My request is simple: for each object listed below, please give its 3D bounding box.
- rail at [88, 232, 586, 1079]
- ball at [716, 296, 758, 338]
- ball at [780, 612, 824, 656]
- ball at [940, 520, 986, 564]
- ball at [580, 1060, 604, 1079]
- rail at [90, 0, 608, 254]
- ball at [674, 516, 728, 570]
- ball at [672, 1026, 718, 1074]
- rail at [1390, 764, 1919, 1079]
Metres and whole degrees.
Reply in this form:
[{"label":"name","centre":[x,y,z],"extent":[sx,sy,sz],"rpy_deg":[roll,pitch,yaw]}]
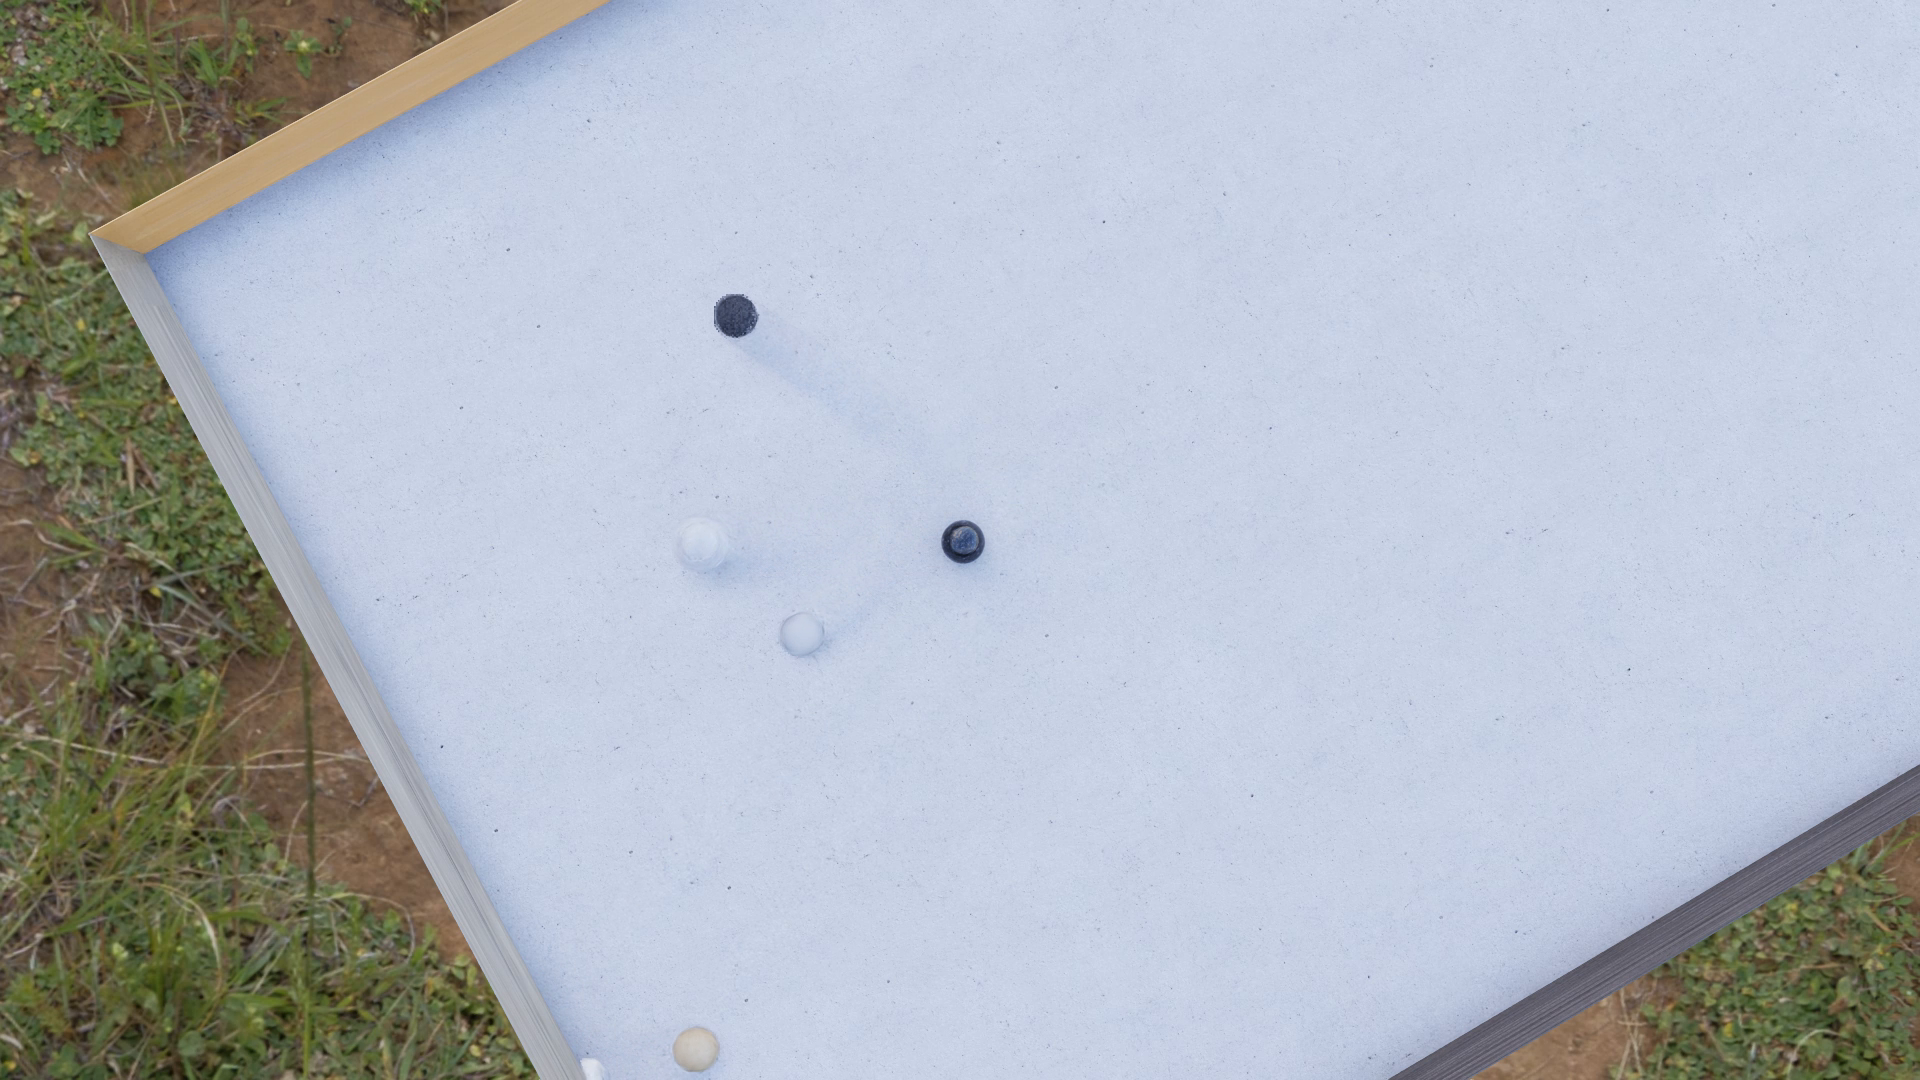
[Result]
[{"label":"rail","centre":[-0.758,0.427,3.187],"extent":[0.045,0.106,2.054],"rpy_deg":[-30,84,-4]},{"label":"ball","centre":[-0.336,-0.336,3.307],"extent":[0.064,0.064,0.064],"rpy_deg":[0,83,0]},{"label":"ball","centre":[-0.233,0.138,3.246],"extent":[0.064,0.064,0.064],"rpy_deg":[0,83,0]},{"label":"ball","centre":[0.005,0.003,3.262],"extent":[0.066,0.066,0.066],"rpy_deg":[0,83,0]},{"label":"ball","centre":[-0.534,0.771,3.176],"extent":[0.041,0.041,0.041],"rpy_deg":[0,83,0]},{"label":"rail","centre":[0.280,-1.308,3.410],"extent":[3.585,0.106,0.045],"rpy_deg":[-30,84,-4]},{"label":"ball","centre":[-0.383,0.004,3.254],"extent":[0.081,0.081,0.081],"rpy_deg":[0,83,0]},{"label":"ball","centre":[-0.381,0.735,3.168],"extent":[0.065,0.065,0.065],"rpy_deg":[0,83,0]},{"label":"rail","centre":[1.276,0.420,3.188],"extent":[3.585,0.106,0.045],"rpy_deg":[-30,84,-4]}]
